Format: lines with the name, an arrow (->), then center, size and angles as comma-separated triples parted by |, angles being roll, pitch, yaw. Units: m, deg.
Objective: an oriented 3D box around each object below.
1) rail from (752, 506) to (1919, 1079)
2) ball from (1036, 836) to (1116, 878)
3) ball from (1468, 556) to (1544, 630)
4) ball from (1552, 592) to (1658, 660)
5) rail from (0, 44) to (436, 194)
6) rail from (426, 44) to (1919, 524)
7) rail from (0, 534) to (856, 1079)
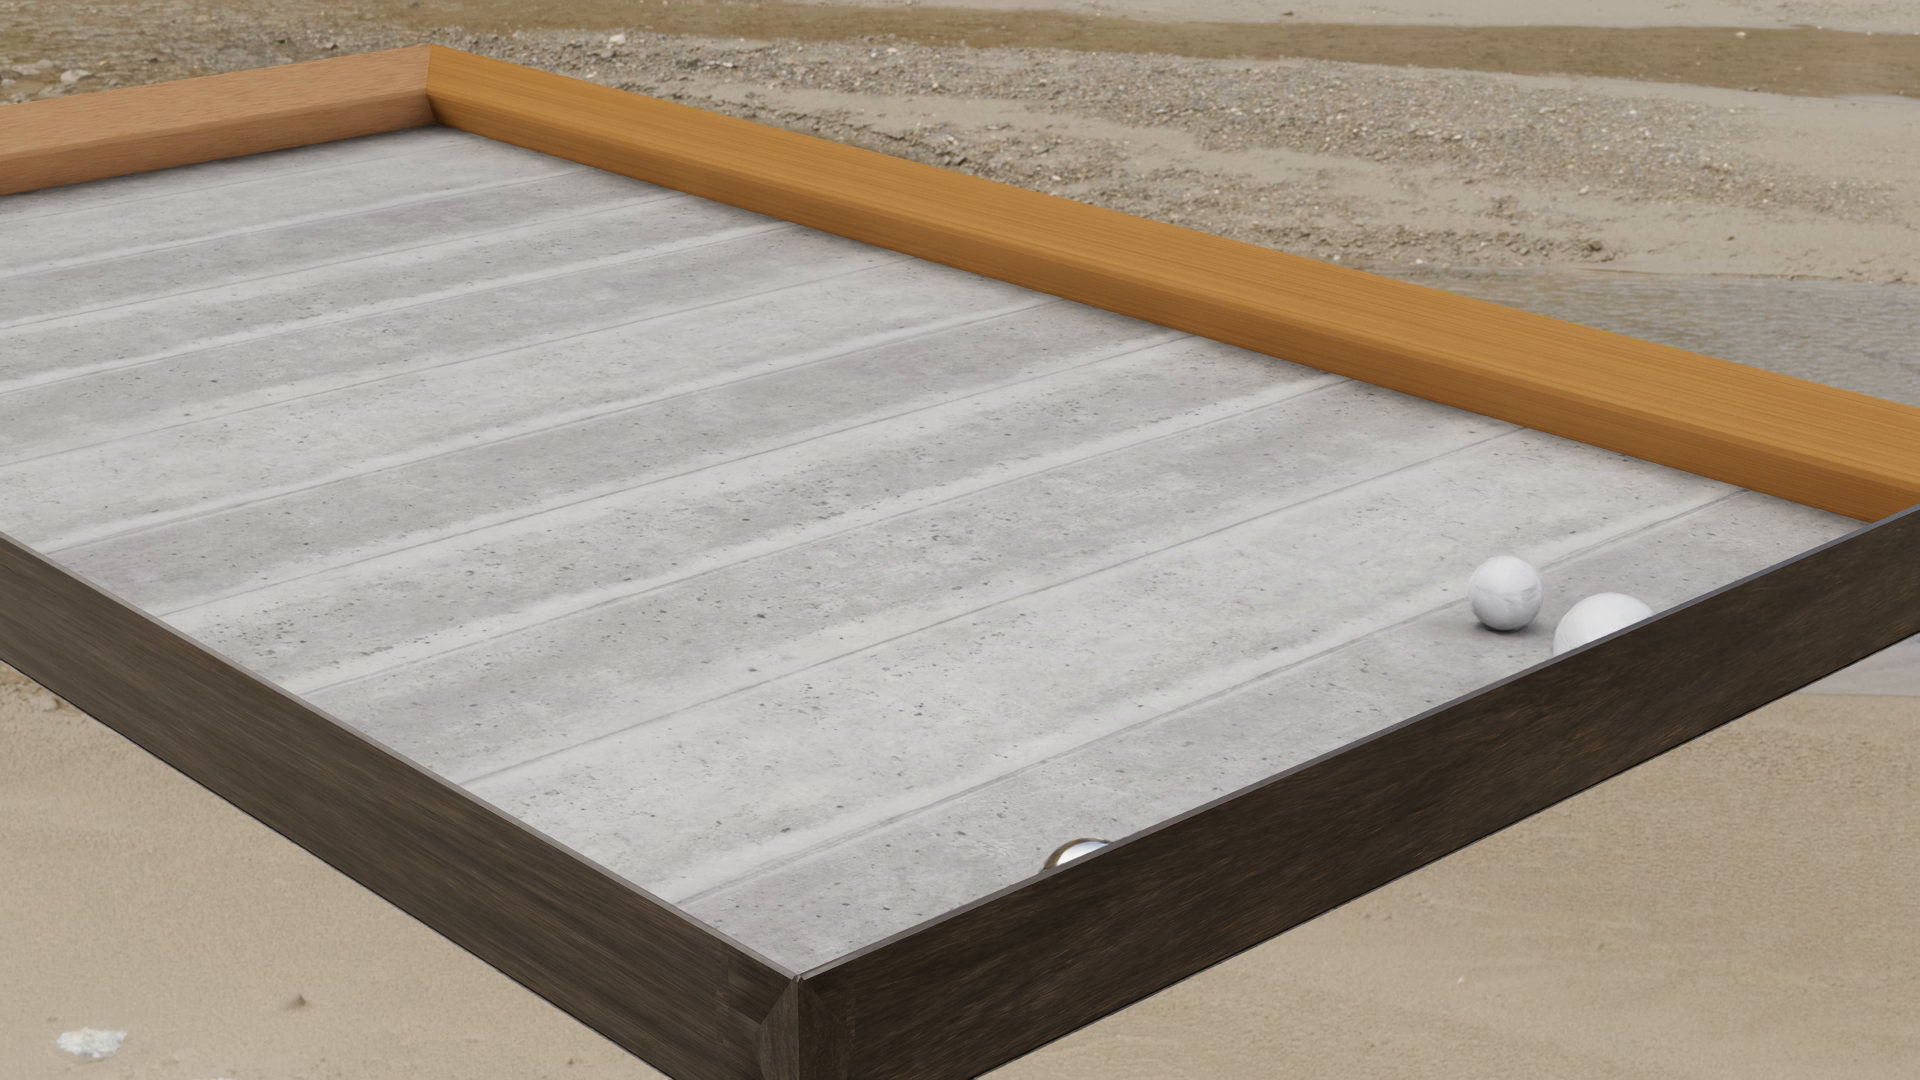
rail -> 0.452, 0.141, 2.300 | 1.536, 0.126, 0.045 | -17, 26, -39
ball -> 0.092, 0.249, 2.073 | 0.080, 0.080, 0.080 | 0, 20, 0
ball -> 0.491, 0.047, 2.647 | 0.068, 0.068, 0.068 | 0, 20, 0
ball -> 0.549, 0.093, 2.478 | 0.097, 0.097, 0.097 | 0, 20, 0
rail -> -1.389, -0.546, 4.191 | 1.536, 0.126, 0.045 | -17, 26, -39
rail -> 0.081, -0.374, 3.718 | 0.045, 0.126, 2.775 | -17, 26, -39
rail -> -1.018, -0.031, 2.773 | 0.045, 0.126, 2.775 | -17, 26, -39
